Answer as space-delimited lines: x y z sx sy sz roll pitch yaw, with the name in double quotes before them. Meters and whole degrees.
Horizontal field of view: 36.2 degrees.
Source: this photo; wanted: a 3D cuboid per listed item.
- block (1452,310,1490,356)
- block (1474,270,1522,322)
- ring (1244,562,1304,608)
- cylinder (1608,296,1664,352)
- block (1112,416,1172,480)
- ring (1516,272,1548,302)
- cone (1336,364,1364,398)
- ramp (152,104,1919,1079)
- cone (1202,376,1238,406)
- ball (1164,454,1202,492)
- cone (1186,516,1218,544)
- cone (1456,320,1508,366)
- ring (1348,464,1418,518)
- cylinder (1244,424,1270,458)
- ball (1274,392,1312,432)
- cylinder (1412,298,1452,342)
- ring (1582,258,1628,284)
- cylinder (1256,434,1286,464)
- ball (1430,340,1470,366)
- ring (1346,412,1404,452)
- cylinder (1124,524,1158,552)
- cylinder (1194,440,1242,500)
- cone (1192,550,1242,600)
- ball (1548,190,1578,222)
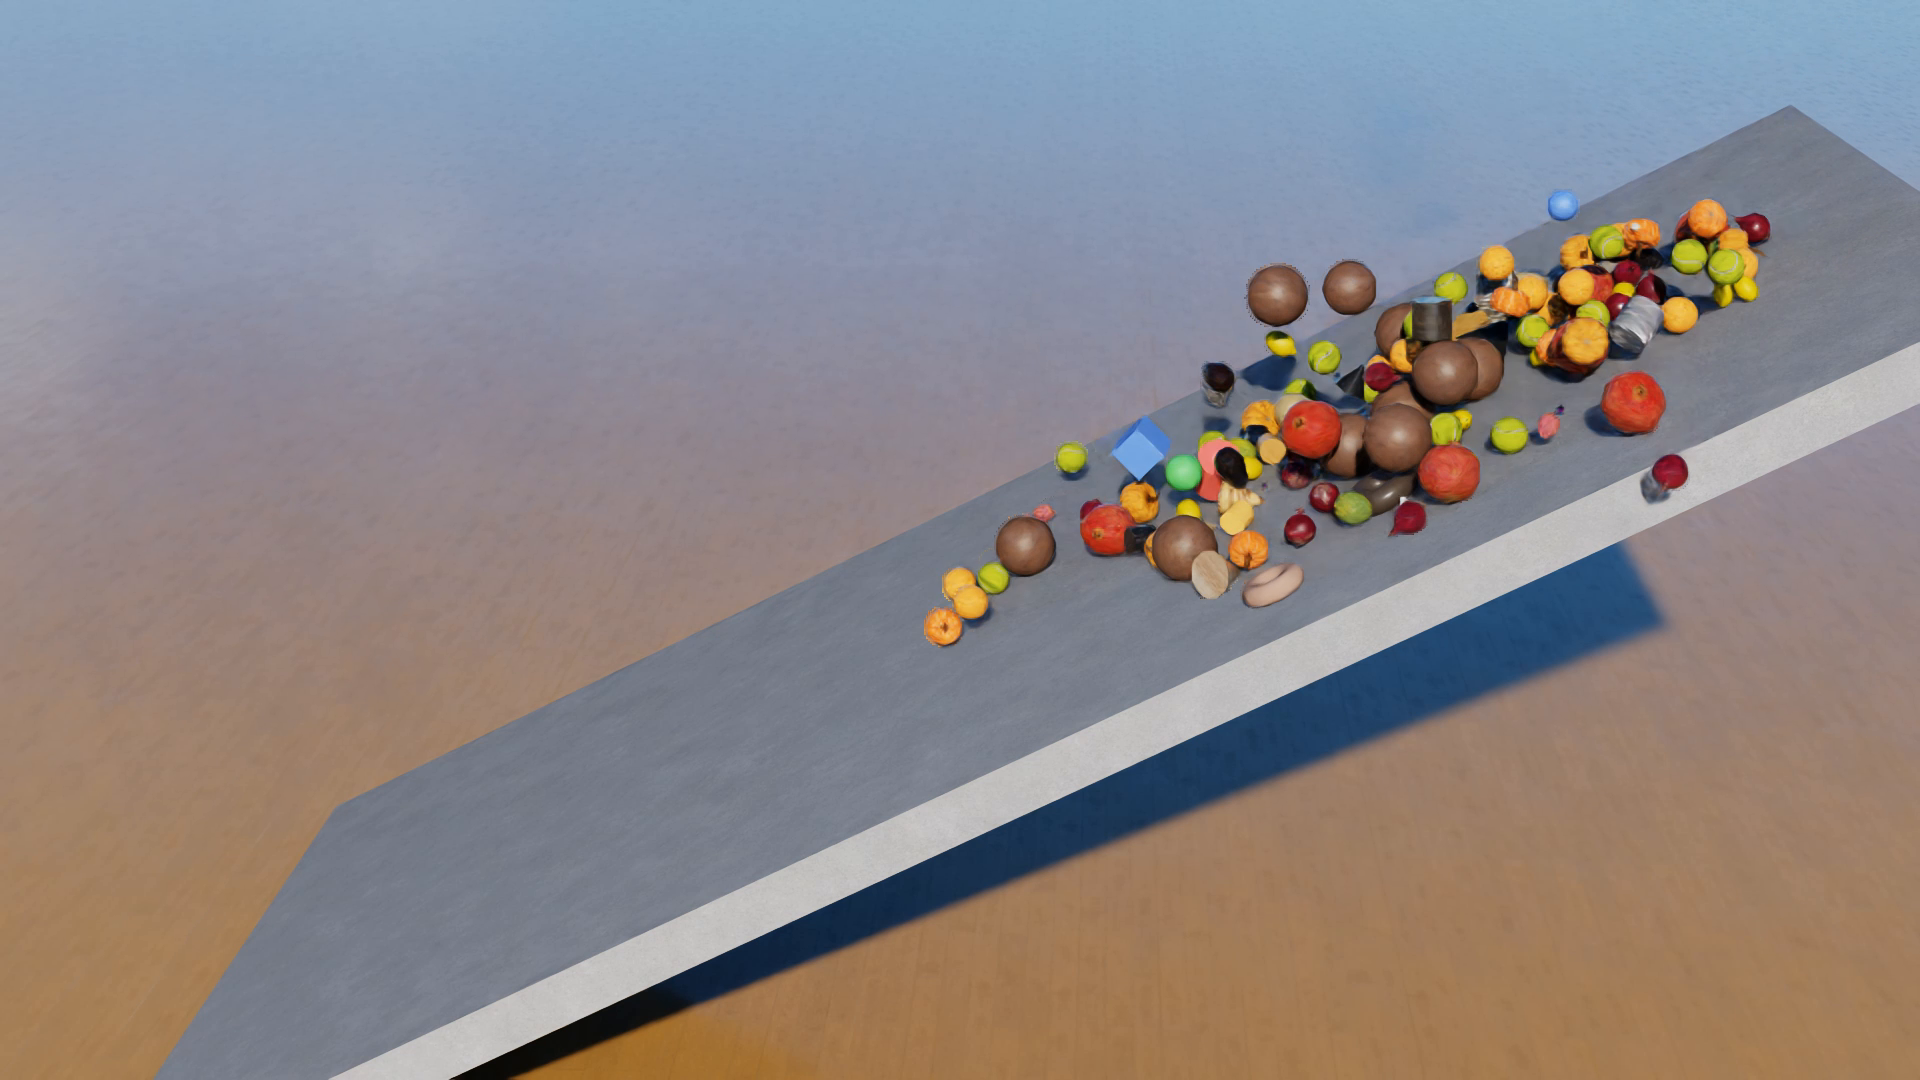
"block" 1.071 -0.433 6.154 0.062 0.062 0.062 -7 36 46
"block" 1.133 -0.513 6.188 0.076 0.076 0.076 -5 56 25
"ring" 0.579 0.083 5.438 0.122 0.041 0.122 -28 12 7
"cylinder" 1.289 -0.412 5.604 0.077 0.077 0.077 19 63 47
"block" 0.383 -0.195 6.210 0.082 0.082 0.082 43 27 -7
"ring" 1.203 -0.536 6.235 0.090 0.090 0.030 4 60 13
"cone" 0.839 -0.346 6.209 0.067 0.067 0.067 23 22 -10
"ramp" 0.140 0.168 6.281 4.000 0.100 2.000 -26 14 10
"cone" 0.622 -0.364 6.873 0.079 0.079 0.079 -33 31 -26
"ball" 0.461 -0.138 6.052 0.077 0.077 0.077 0 17 0
"cone" 0.498 -0.024 5.996 0.060 0.060 0.060 -7 18 -13
"cone" 1.068 -0.412 6.068 0.098 0.098 0.098 7 16 -6
"ring" 0.808 -0.095 5.621 0.148 0.049 0.148 -30 14 9
"cylinder" 0.638 -0.214 6.336 0.052 0.052 0.052 3 58 11
"ball" 0.723 -0.278 6.377 0.084 0.084 0.084 0 17 0
"cylinder" 0.921 -0.431 5.747 0.077 0.077 0.077 -3 11 1
"ring" 1.371 -0.573 6.250 0.101 0.034 0.101 -18 -4 -1
"cylinder" 0.661 -0.194 6.254 0.055 0.055 0.055 -1 14 -3
"ball" 1.041 -0.412 6.231 0.091 0.091 0.091 0 17 0
"ring" 0.848 -0.220 6.012 0.126 0.042 0.126 -26 15 8
"cylinder" 0.372 -0.003 6.037 0.053 0.053 0.053 -5 18 -21
"cylinder" 0.538 -0.146 6.147 0.093 0.093 0.093 1 57 -2
"cone" 0.510 0.063 5.634 0.094 0.094 0.094 -6 16 -43
"ball" 1.227 -0.681 5.991 0.062 0.062 0.062 0 17 0
